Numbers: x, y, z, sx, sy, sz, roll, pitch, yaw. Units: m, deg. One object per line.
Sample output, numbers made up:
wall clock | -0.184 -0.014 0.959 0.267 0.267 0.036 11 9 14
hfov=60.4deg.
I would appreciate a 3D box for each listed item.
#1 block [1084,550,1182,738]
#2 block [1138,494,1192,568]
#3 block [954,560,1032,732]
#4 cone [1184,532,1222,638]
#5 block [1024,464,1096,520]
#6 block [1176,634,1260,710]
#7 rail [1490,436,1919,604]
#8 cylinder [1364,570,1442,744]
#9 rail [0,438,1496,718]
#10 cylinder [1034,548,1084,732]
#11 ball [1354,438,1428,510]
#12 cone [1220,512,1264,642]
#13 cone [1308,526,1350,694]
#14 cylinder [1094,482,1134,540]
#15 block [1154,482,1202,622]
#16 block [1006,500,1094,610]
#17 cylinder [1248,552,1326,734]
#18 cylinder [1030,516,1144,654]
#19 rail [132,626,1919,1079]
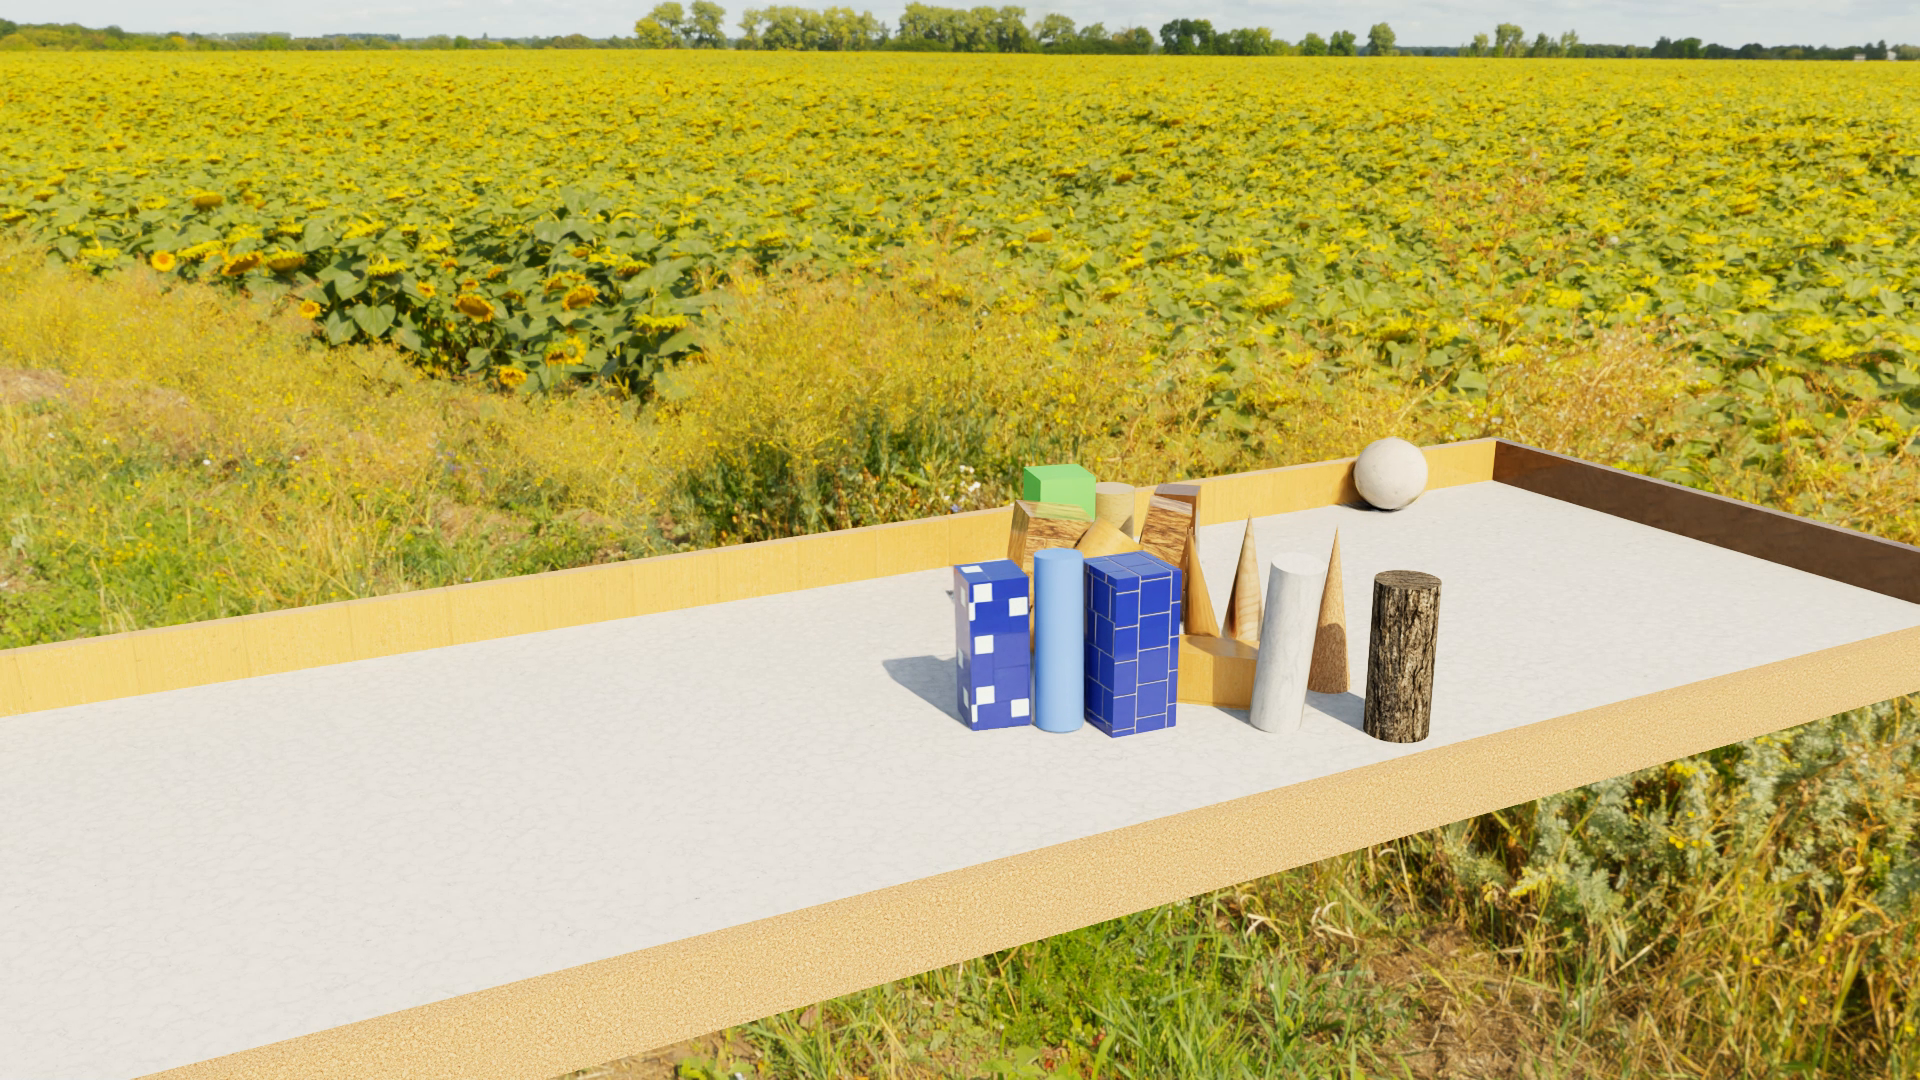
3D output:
block | 0.392 0.241 3.853 0.171 0.385 0.171 -7 18 -24
block | 0.505 0.093 4.314 0.110 0.394 0.110 13 18 4
block | 0.076 0.246 3.868 0.142 0.363 0.142 -6 17 -13
cone | 0.597 0.154 4.134 0.124 0.378 0.124 -8 16 2
block | 0.274 0.007 4.608 0.158 0.407 0.158 -4 17 -14
block | 0.571 0.317 4.044 0.432 0.130 0.130 5 17 15
rail | 2.466 -0.048 5.253 0.050 0.150 2.100 -9 18 -27
cylinder | 1.015 0.267 3.791 0.149 0.369 0.149 0 16 0
rail | -3.305 0.497 3.399 12.000 0.150 0.050 -9 18 -27
cylinder | 0.230 0.231 3.830 0.114 0.410 0.114 -1 13 0
ball | 1.485 -0.228 5.688 0.249 0.249 0.249 0 16 0
cone | 0.752 0.103 4.323 0.133 0.383 0.133 0 16 0
cone | 0.917 0.161 4.062 0.116 0.420 0.116 0 16 0
cylinder | 0.437 -0.004 4.825 0.141 0.306 0.141 0 16 0
block | 0.600 0.034 4.595 0.117 0.363 0.117 4 17 14
block | 0.228 0.089 4.396 0.179 0.347 0.179 5 15 -12
cylinder | 0.753 0.238 3.800 0.122 0.407 0.122 3 24 -1
cylinder | 0.302 0.133 4.212 0.144 0.378 0.144 35 3 -2
rail | -2.336 1.006 1.665 12.000 0.150 0.050 -9 18 -27
